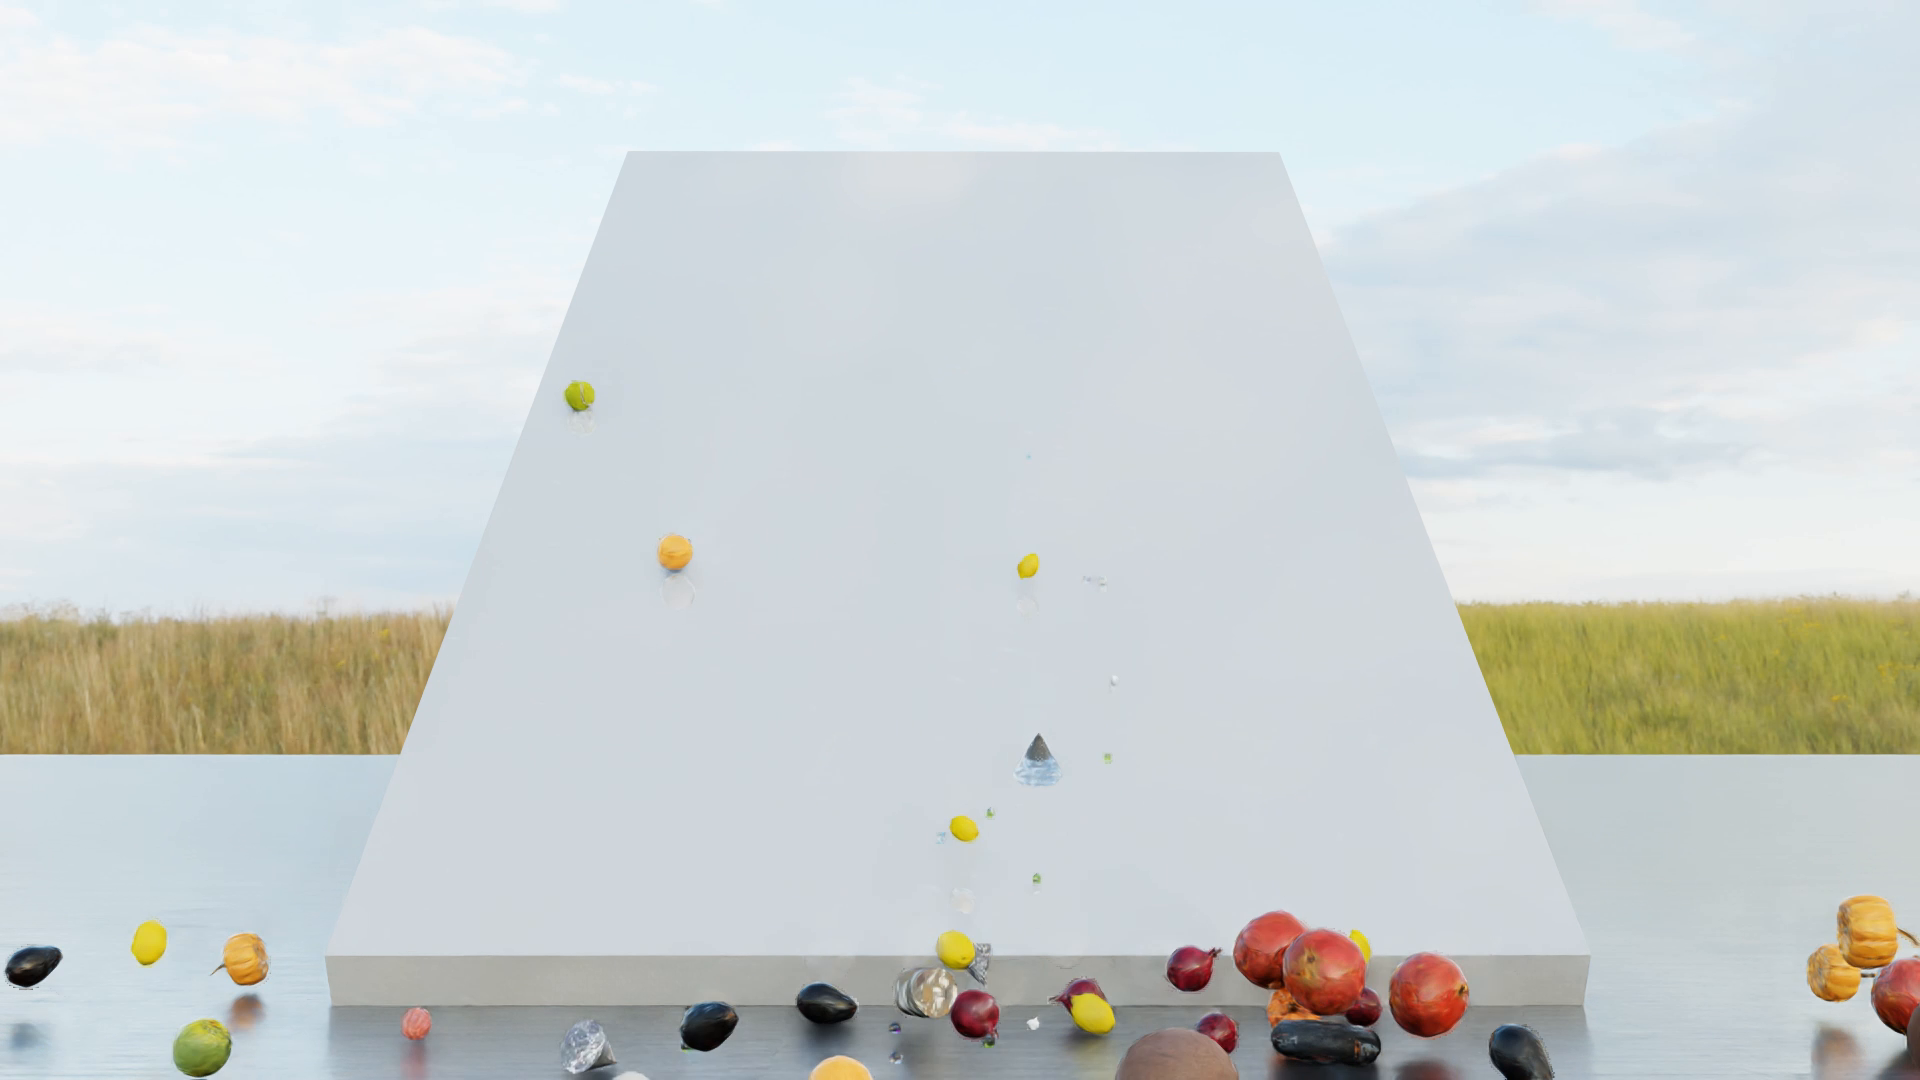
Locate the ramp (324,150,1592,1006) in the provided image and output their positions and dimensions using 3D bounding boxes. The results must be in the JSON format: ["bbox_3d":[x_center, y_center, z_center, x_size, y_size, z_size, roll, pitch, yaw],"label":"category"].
[{"bbox_3d":[-0.011,-0.225,5.552,2.000,0.100,4.000,0,28,0],"label":"ramp"}]

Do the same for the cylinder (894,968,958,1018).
[{"bbox_3d":[-0.050,0.656,3.450,0.070,0.070,0.070,2,-10,-26],"label":"cylinder"}]

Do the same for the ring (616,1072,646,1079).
[{"bbox_3d":[-0.291,0.490,1.950,0.039,0.118,0.118,31,-2,6],"label":"ring"}]

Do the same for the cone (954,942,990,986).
[{"bbox_3d":[0.030,0.669,3.701,0.061,0.061,0.061,-17,-31,-11],"label":"cone"}]

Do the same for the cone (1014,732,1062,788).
[{"bbox_3d":[0.138,0.375,4.199,0.088,0.088,0.088,0,28,0],"label":"cone"}]

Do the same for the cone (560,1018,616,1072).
[{"bbox_3d":[-0.462,0.660,3.052,0.071,0.071,0.071,-3,-30,34],"label":"cone"}]

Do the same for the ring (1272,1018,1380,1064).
[{"bbox_3d":[0.481,0.659,3.126,0.143,0.048,0.143,6,-7,1],"label":"ring"}]
